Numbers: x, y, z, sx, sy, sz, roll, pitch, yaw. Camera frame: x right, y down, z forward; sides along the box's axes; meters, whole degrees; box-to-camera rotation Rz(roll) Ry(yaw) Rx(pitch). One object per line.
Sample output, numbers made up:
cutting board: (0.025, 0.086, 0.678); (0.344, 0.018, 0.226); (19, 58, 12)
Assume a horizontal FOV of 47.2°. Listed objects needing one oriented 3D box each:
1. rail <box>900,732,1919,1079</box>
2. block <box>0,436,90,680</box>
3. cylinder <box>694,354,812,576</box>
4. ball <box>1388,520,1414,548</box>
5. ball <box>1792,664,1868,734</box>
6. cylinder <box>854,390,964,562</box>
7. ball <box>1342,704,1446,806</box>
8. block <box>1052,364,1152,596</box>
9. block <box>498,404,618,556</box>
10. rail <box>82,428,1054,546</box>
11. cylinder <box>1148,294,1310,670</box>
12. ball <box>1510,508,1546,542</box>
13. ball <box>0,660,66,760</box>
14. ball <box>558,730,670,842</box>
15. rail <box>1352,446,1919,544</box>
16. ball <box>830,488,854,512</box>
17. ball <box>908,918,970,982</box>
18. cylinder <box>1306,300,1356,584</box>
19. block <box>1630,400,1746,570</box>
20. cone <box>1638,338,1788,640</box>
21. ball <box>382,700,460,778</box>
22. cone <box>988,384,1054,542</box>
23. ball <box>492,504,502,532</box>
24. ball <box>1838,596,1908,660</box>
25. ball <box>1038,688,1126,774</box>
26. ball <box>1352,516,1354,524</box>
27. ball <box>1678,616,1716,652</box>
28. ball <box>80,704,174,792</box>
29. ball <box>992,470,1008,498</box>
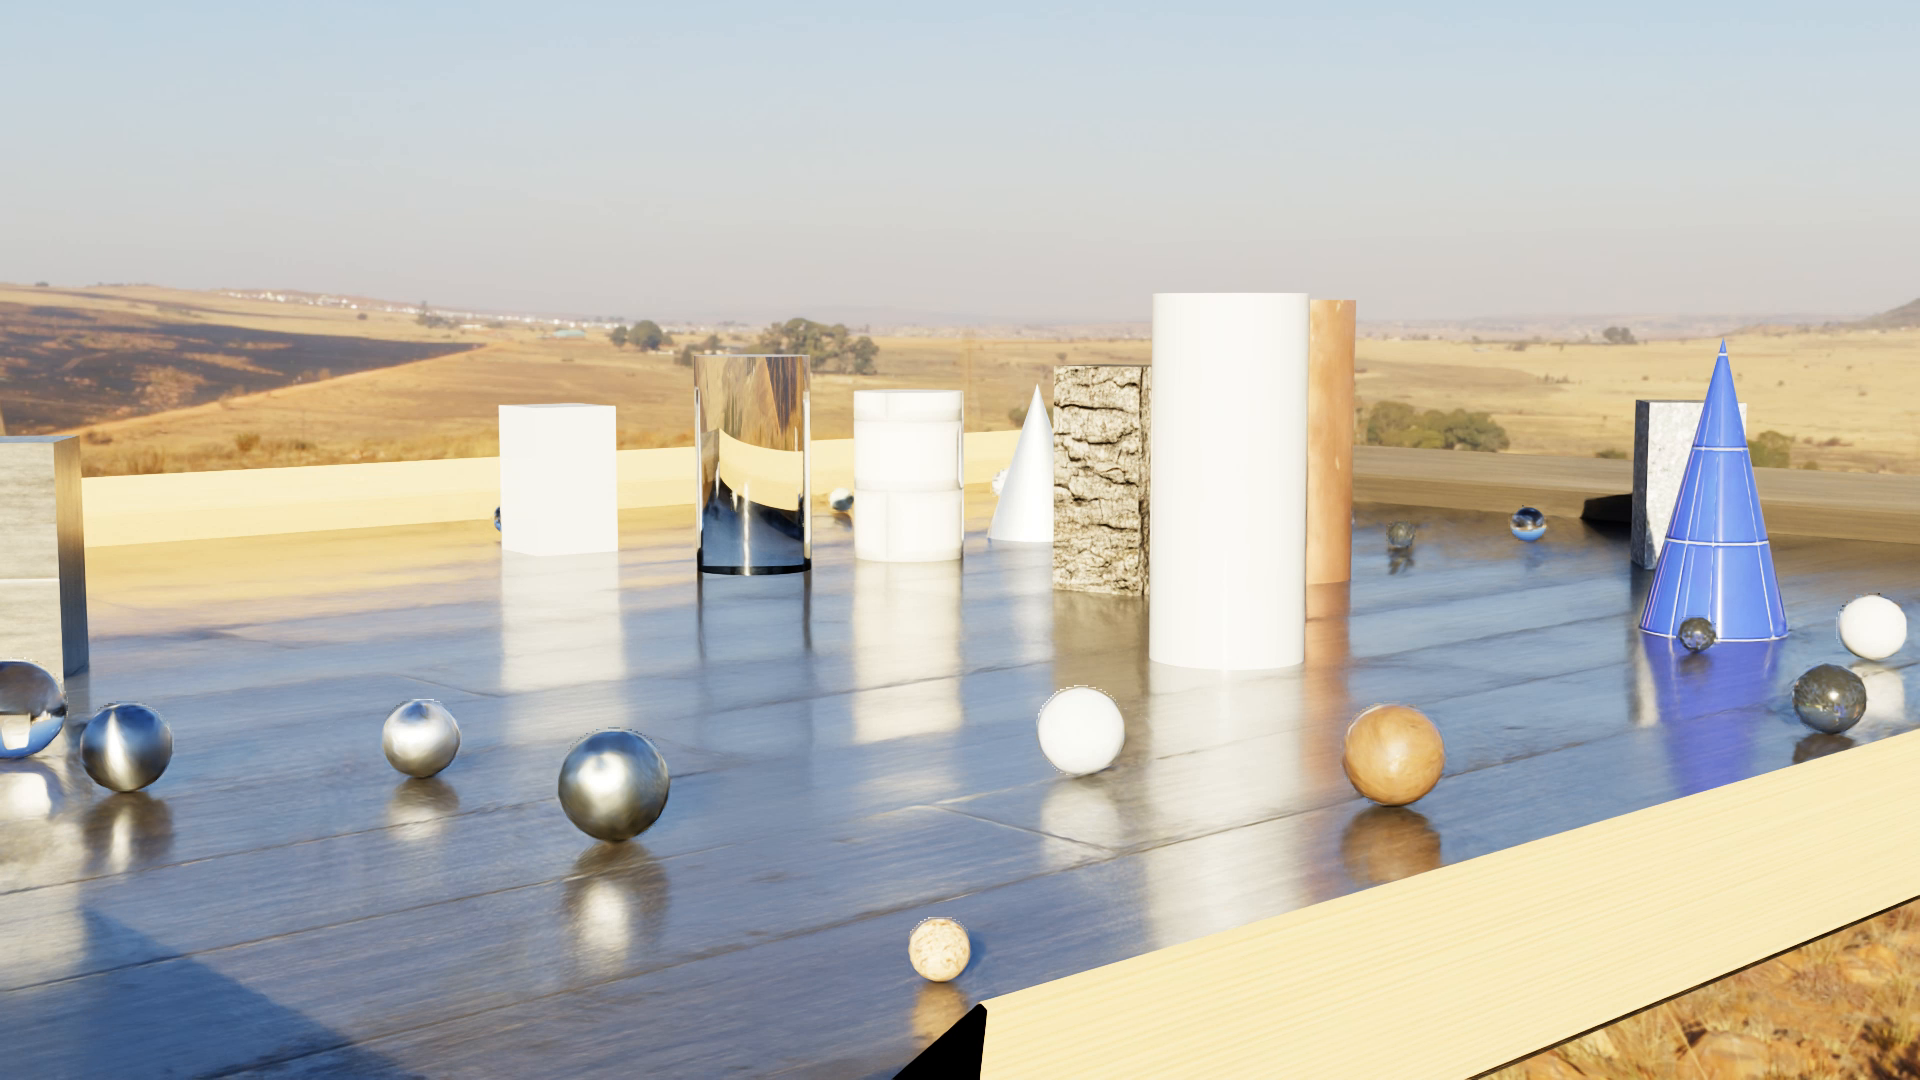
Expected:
rail: (1.155, 0.163, 2.087); (3.888, 0.130, 0.045); (-5, 8, -42)
block: (-1.178, 0.020, 2.708); (0.160, 0.288, 0.160); (-1, 6, -11)
cylinder: (-0.357, -0.134, 3.797); (0.200, 0.369, 0.200); (0, 6, 0)
ball: (0.834, -0.011, 4.158); (0.050, 0.050, 0.050); (0, 6, 0)
ball: (0.920, 0.167, 2.326); (0.074, 0.074, 0.074); (0, 6, 0)
cylinder: (-0.093, -0.120, 4.001); (0.200, 0.300, 0.200); (0, 6, 0)
ball: (0.391, 0.194, 1.985); (0.092, 0.092, 0.092); (0, 6, 0)
block: (0.261, -0.102, 3.543); (0.160, 0.358, 0.160); (4, 7, 36)
block: (-0.749, -0.116, 4.102); (0.160, 0.270, 0.160); (-4, 7, -36)
rail: (-1.155, -0.096, 4.577); (3.888, 0.130, 0.045); (-5, 8, -42)
cylinder: (0.344, -0.081, 2.815); (0.200, 0.466, 0.200); (0, 6, 0)
ball: (1.101, -0.030, 4.257); (0.067, 0.067, 0.067); (0, 6, 0)
ball: (-0.944, 0.169, 2.190); (0.100, 0.100, 0.100); (0, 6, 0)
ball: (-0.292, 0.207, 1.854); (0.093, 0.093, 0.093); (0, 6, 0)
rail: (1.411, -0.101, 4.627); (0.045, 0.130, 3.454); (-5, 8, -42)
ball: (-0.263, -0.090, 4.889); (0.055, 0.055, 0.055); (0, 6, 0)
ball: (-0.013, 0.273, 1.466); (0.041, 0.041, 0.041); (0, 6, 0)
cylinder: (0.557, -0.169, 3.677); (0.200, 0.463, 0.200); (0, 6, 0)
block: (1.277, -0.100, 3.863); (0.160, 0.288, 0.160); (1, 6, 8)
cone: (1.054, -0.077, 3.057); (0.200, 0.409, 0.200); (0, 6, 0)
ball: (-0.516, 0.191, 2.107); (0.073, 0.073, 0.073); (0, 6, 0)
cone: (0.153, -0.158, 4.350); (0.200, 0.302, 0.200); (0, 6, 0)
ball: (-0.853, -0.042, 4.174); (0.066, 0.066, 0.066); (0, 6, 0)
ball: (1.167, 0.113, 2.812); (0.082, 0.082, 0.082); (0, 6, 0)
ball: (0.117, 0.184, 2.118); (0.083, 0.083, 0.083); (0, 6, 0)
ball: (0.782, -0.042, 4.490); (0.043, 0.043, 0.043); (0, 6, 0)
ball: (0.965, 0.123, 2.880); (0.047, 0.047, 0.047); (0, 6, 0)
ball: (-0.775, 0.193, 2.044); (0.082, 0.082, 0.082); (0, 6, 0)
ball: (0.110, -0.132, 5.213); (0.072, 0.072, 0.072); (0, 6, 0)
